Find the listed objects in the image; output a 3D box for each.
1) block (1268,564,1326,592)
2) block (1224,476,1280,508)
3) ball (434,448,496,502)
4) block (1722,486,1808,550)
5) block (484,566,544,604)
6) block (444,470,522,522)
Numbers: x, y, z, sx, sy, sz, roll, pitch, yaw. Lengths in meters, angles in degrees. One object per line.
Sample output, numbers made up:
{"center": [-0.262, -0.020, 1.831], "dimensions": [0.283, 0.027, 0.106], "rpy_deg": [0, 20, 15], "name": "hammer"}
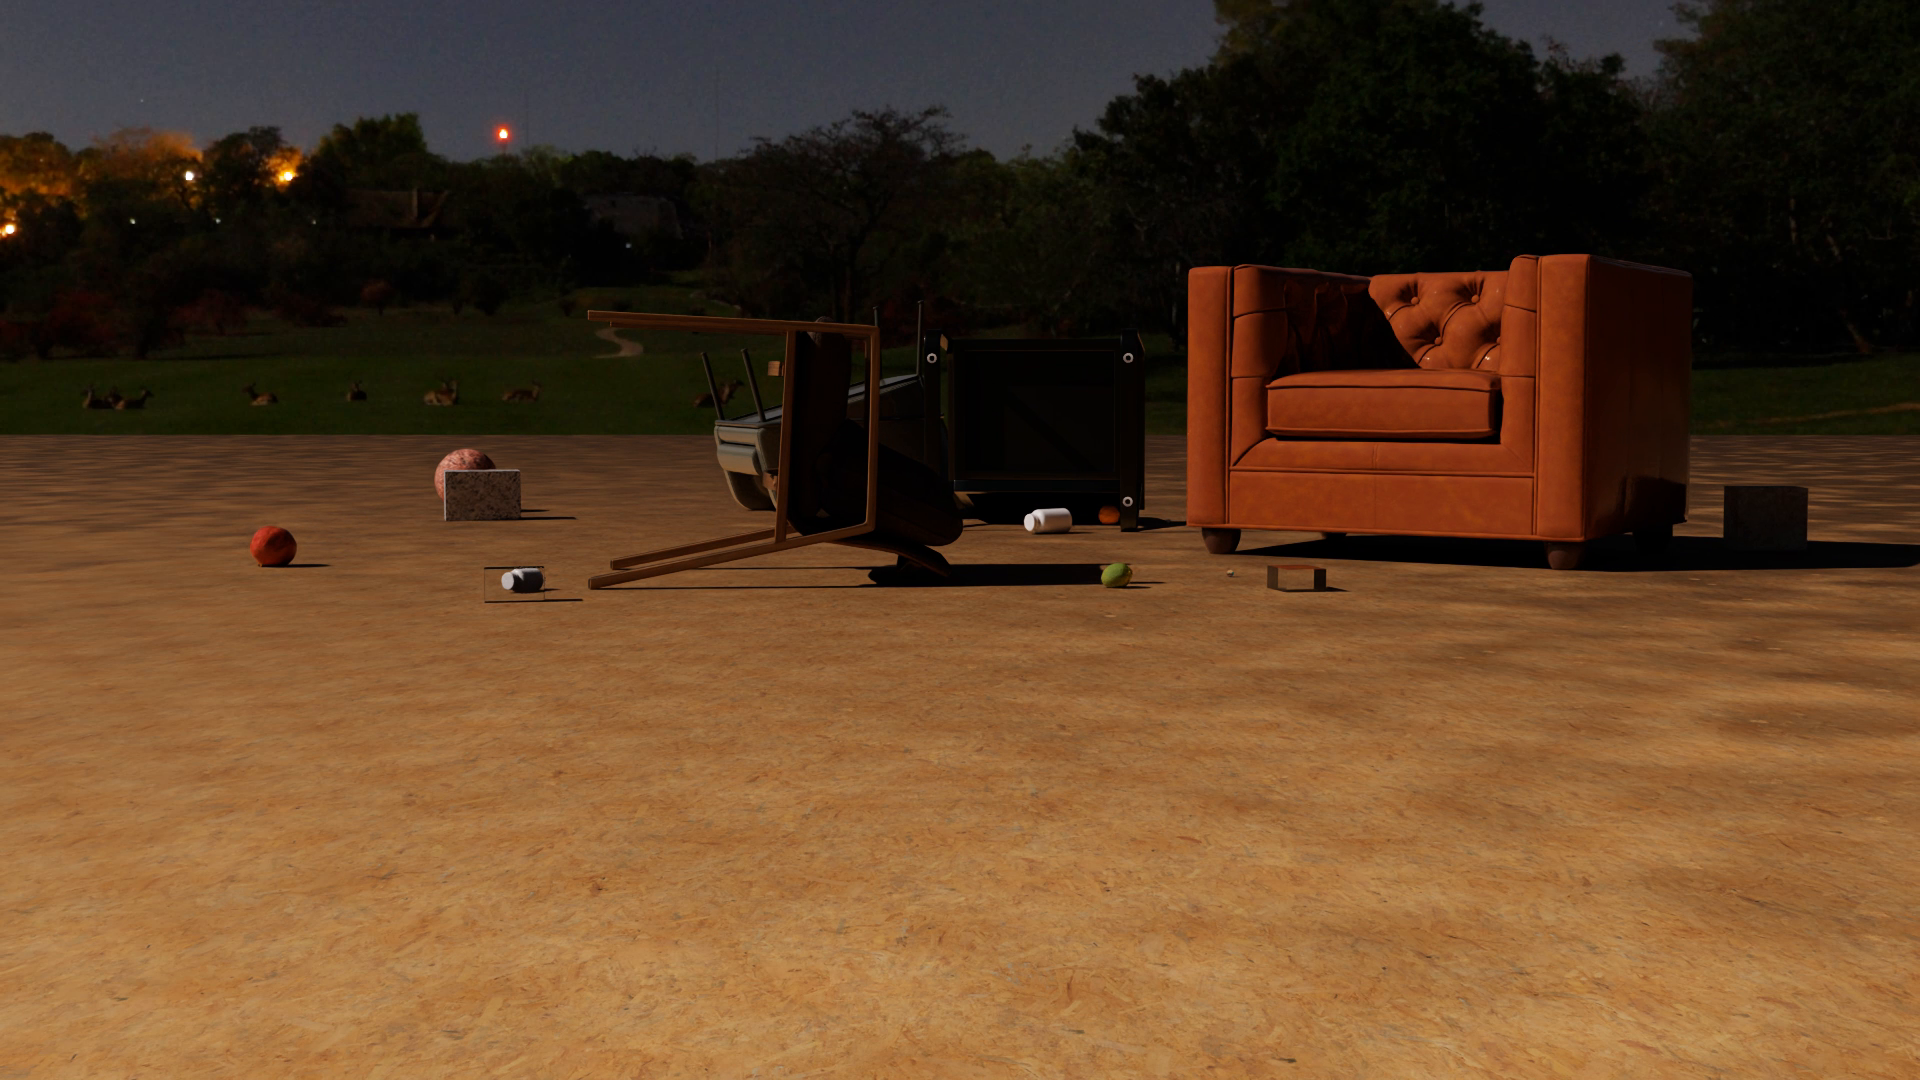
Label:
{"center": [0.753, 0.086, 4.920], "dimensions": [0.093, 0.051, 0.120], "rpy_deg": [-1, 4, -13], "name": "block"}
{"center": [1.110, -0.182, 8.362], "dimensions": [0.197, 0.114, 0.161], "rpy_deg": [0, 4, 1], "name": "block"}
{"center": [-1.811, -0.220, 8.072], "dimensions": [0.230, 0.230, 0.230], "rpy_deg": [0, 4, 0], "name": "ball"}
{"center": [2.264, -0.062, 6.183], "dimensions": [0.191, 0.174, 0.130], "rpy_deg": [0, 4, 2], "name": "block"}
{"center": [-0.943, 0.094, 4.656], "dimensions": [0.124, 0.071, 0.058], "rpy_deg": [-1, 4, -12], "name": "block"}
{"center": [-1.649, -0.156, 7.587], "dimensions": [0.252, 0.168, 0.172], "rpy_deg": [-1, 4, -15], "name": "block"}
